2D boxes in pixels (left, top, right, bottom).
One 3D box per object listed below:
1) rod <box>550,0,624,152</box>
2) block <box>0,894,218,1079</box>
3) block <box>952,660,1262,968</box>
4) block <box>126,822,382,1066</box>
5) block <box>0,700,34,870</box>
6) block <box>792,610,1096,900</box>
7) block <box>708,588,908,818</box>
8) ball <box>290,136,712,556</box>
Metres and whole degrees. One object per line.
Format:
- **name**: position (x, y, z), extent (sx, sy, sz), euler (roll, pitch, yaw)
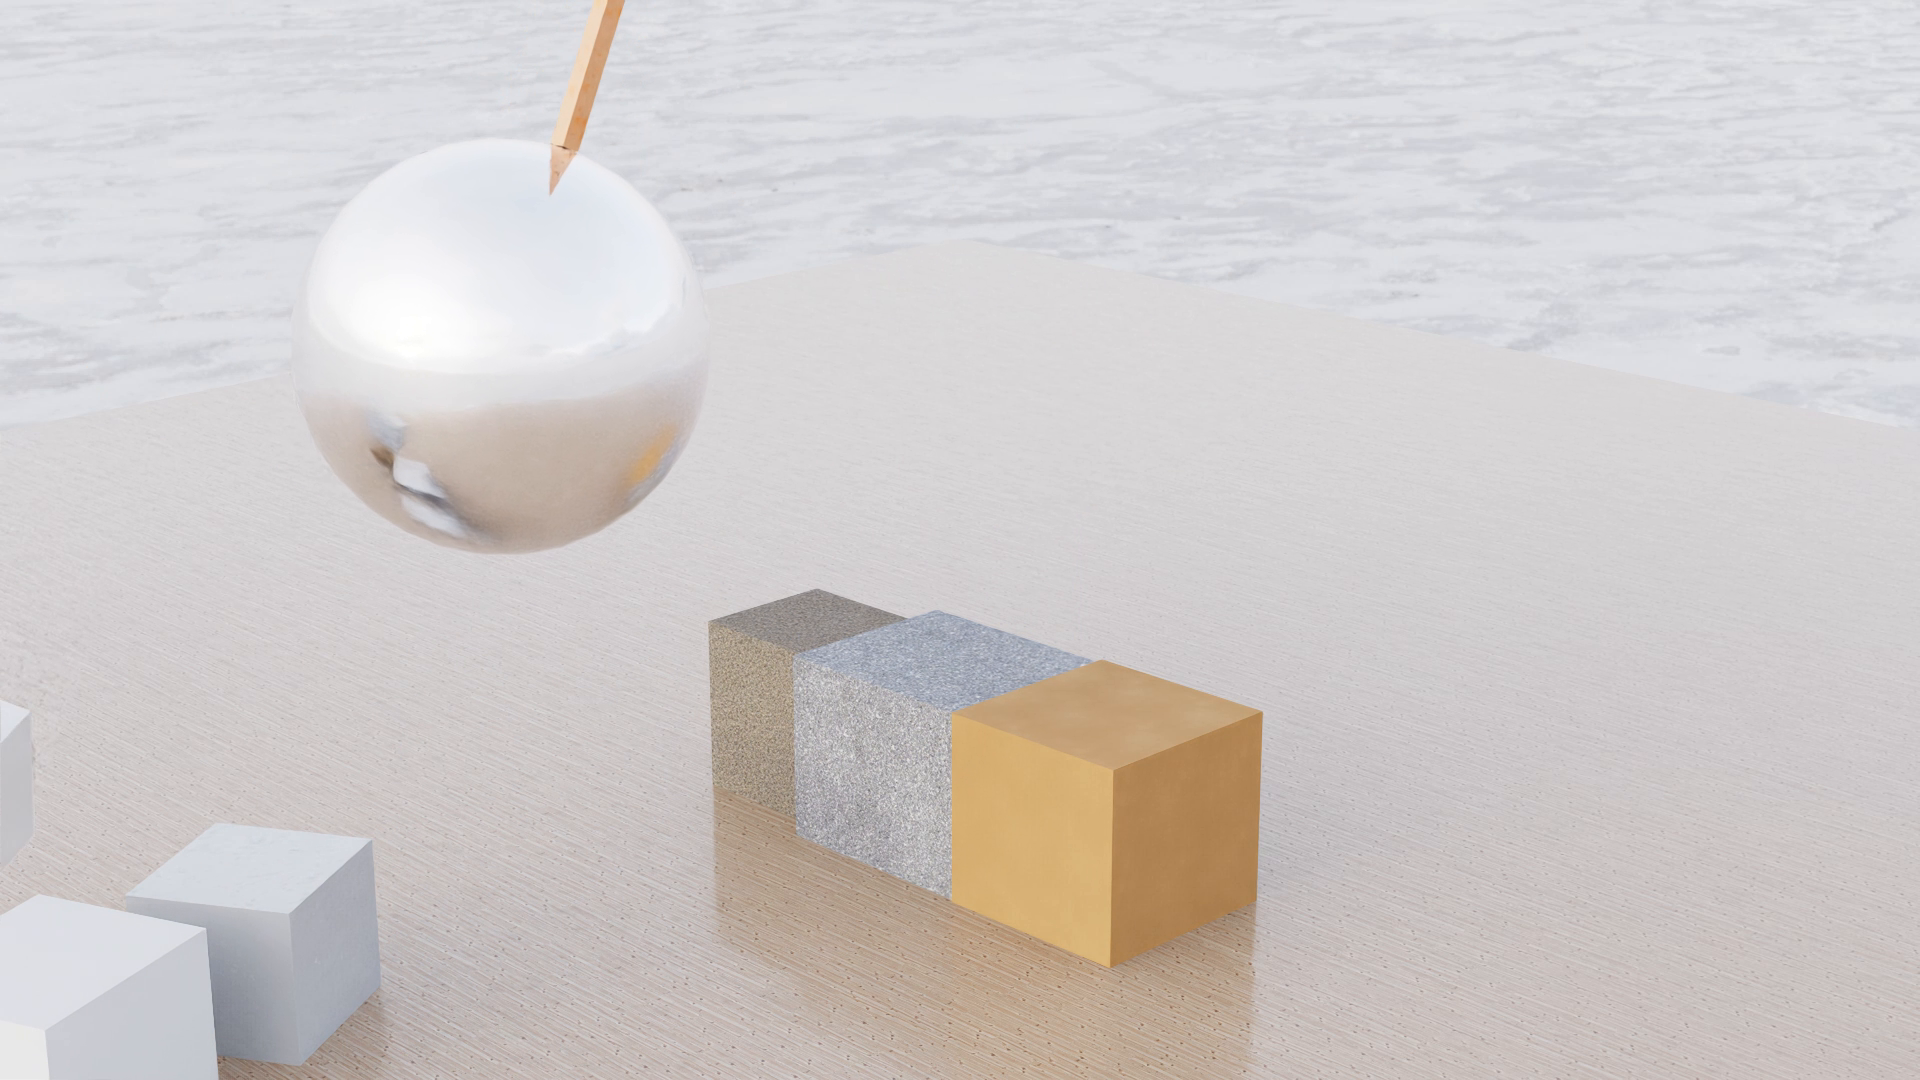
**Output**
- **rod**: position (-0.761, -3.993, 11.289), extent (0.080, 5.200, 0.080), euler (17, 0, 42)
- **block**: position (-3.384, 1.920, 10.919), extent (0.788, 0.790, 0.912), euler (7, 19, 22)
- **block**: position (0.649, 1.190, 13.042), extent (0.981, 0.909, 0.959), euler (-17, 24, -42)
- **block**: position (-2.879, 1.643, 12.010), extent (0.711, 0.664, 0.759), euler (4, 18, 13)
- **block**: position (-3.668, 0.884, 10.122), extent (0.666, 0.577, 0.620), euler (18, 36, 8)
- **block**: position (-0.072, 0.979, 13.727), extent (0.940, 0.901, 1.052), euler (-17, 24, -42)
- **block**: position (-0.705, 0.805, 14.361), extent (0.714, 0.853, 0.754), euler (-17, 24, -42)
- **ball**: position (-1.756, -0.742, 11.268), extent (1.600, 1.600, 1.600), euler (0, 17, 0)
